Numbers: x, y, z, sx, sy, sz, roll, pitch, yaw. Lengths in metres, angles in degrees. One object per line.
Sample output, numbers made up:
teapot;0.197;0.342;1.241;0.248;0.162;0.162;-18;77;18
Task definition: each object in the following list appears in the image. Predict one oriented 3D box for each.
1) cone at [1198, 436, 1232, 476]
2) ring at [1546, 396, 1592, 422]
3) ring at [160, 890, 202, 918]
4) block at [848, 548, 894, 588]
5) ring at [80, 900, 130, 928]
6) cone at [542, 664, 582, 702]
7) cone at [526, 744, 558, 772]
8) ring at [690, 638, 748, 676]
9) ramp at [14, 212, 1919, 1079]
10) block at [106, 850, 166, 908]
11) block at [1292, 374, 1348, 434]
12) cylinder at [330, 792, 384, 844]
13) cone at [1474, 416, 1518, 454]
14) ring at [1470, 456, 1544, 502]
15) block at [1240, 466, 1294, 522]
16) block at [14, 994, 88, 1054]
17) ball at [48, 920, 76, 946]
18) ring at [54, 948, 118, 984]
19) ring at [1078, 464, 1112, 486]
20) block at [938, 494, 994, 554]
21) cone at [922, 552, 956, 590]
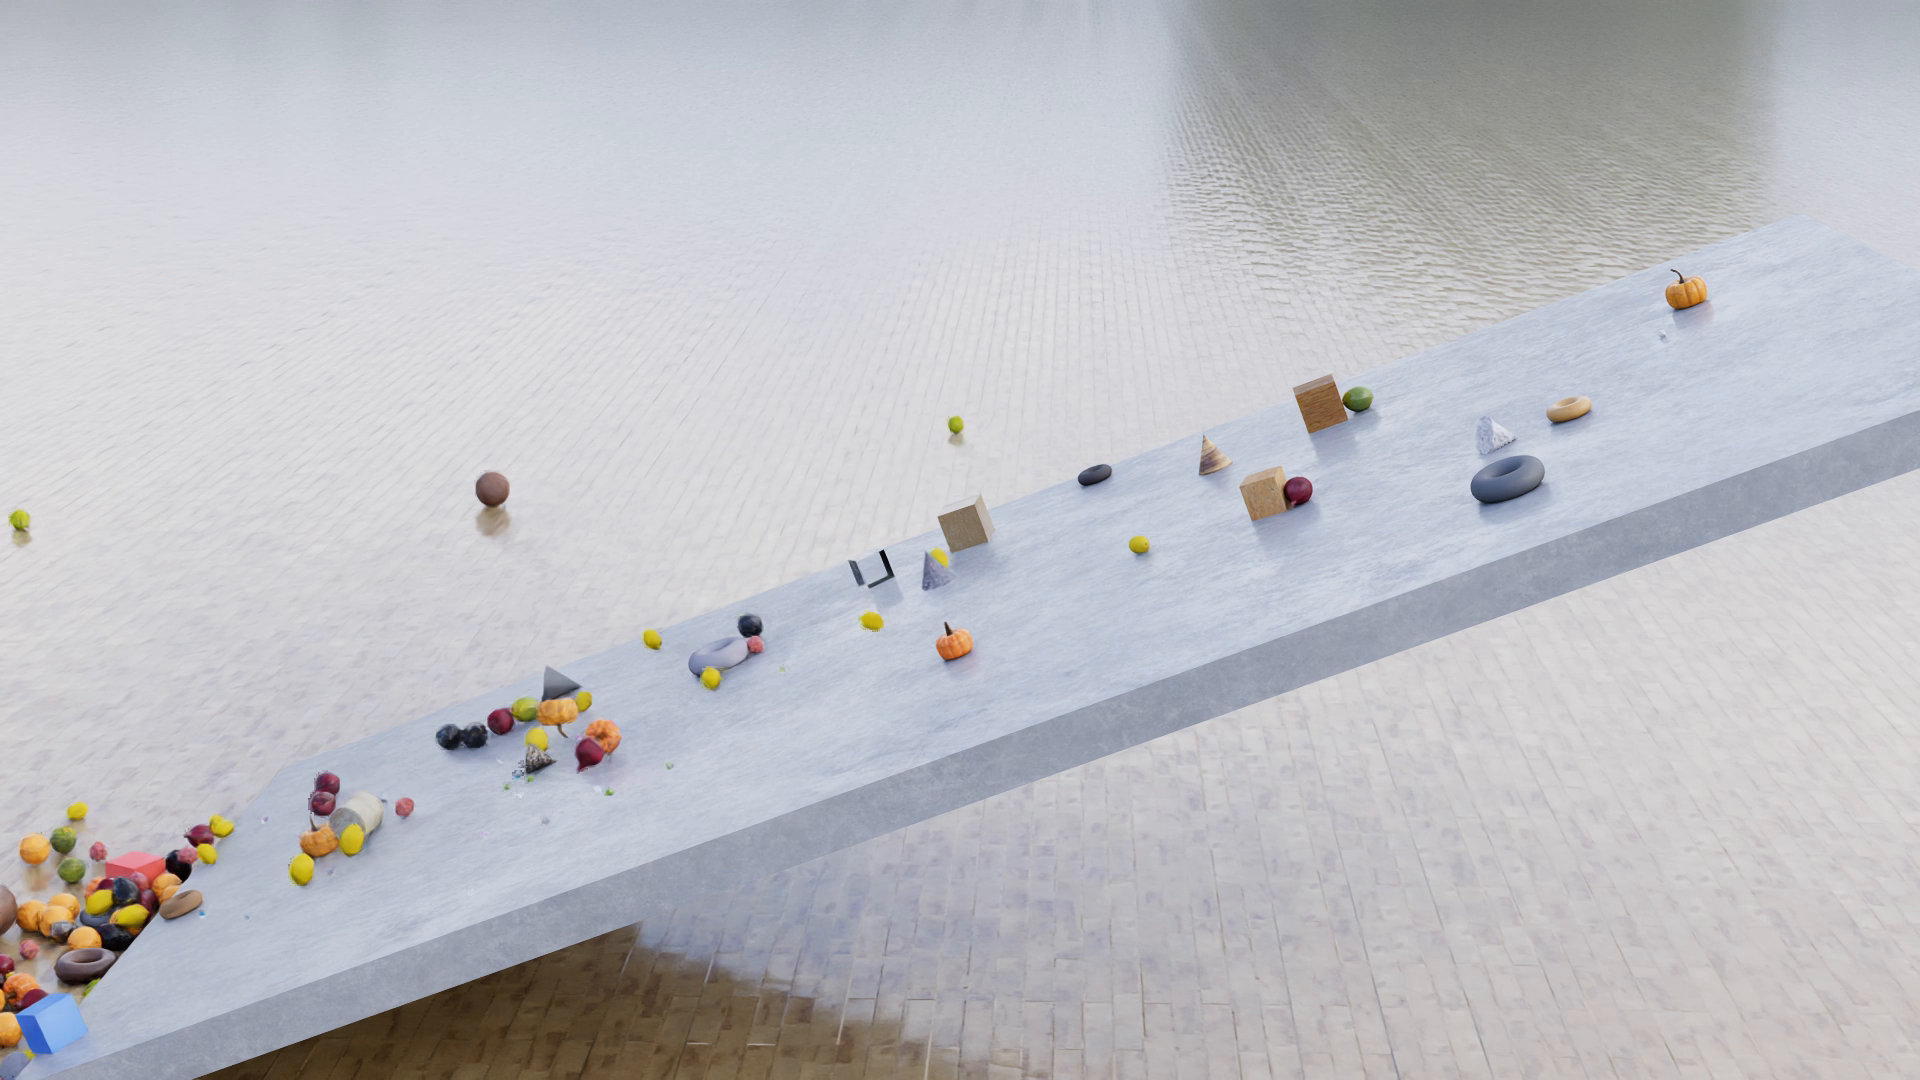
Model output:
cone;0.572;-0.204;6.746;0.085;0.085;0.085;-21;12;4
ring;1.238;-0.267;5.980;0.094;0.031;0.094;-19;12;4
ring;-1.696;0.793;6.400;0.098;0.033;0.098;-21;10;4
block;-0.210;0.066;6.949;0.071;0.071;0.071;-26;12;-19
ring;-1.941;0.850;6.680;0.114;0.038;0.114;-1;13;0
cone;-0.952;0.348;7.066;0.093;0.093;0.093;5;13;-6
cone;-0.911;0.480;6.427;0.065;0.065;0.065;6;14;2
ring;-0.551;0.266;6.711;0.146;0.049;0.146;-20;13;5
ramp;0.119;0.175;6.294;4.000;0.100;2.000;-20;12;7
block;-1.912;0.786;6.826;0.094;0.094;0.094;8;15;30
block;0.828;-0.313;6.758;0.096;0.096;0.096;-20;12;7
cylinder;-1.319;0.608;6.431;0.086;0.086;0.086;4;19;17
cone;1.097;-0.210;5.961;0.078;0.078;0.078;3;12;-18
ring;1.042;-0.116;5.600;0.145;0.048;0.145;-21;15;6
block;0.642;-0.098;6.156;0.079;0.079;0.079;-17;13;22
block;-1.768;0.941;5.726;0.084;0.084;0.084;-9;17;46
ball;-1.995;0.873;6.538;0.058;0.058;0.058;0;13;0
ring;-1.887;0.921;6.362;0.137;0.046;0.137;1;14;0
ring;0.326;-0.158;7.116;0.087;0.029;0.087;-20;13;5
block;0.014;-0.039;6.966;0.095;0.095;0.095;-18;12;15
cone;-0.063;0.060;6.684;0.083;0.083;0.083;-21;12;4
